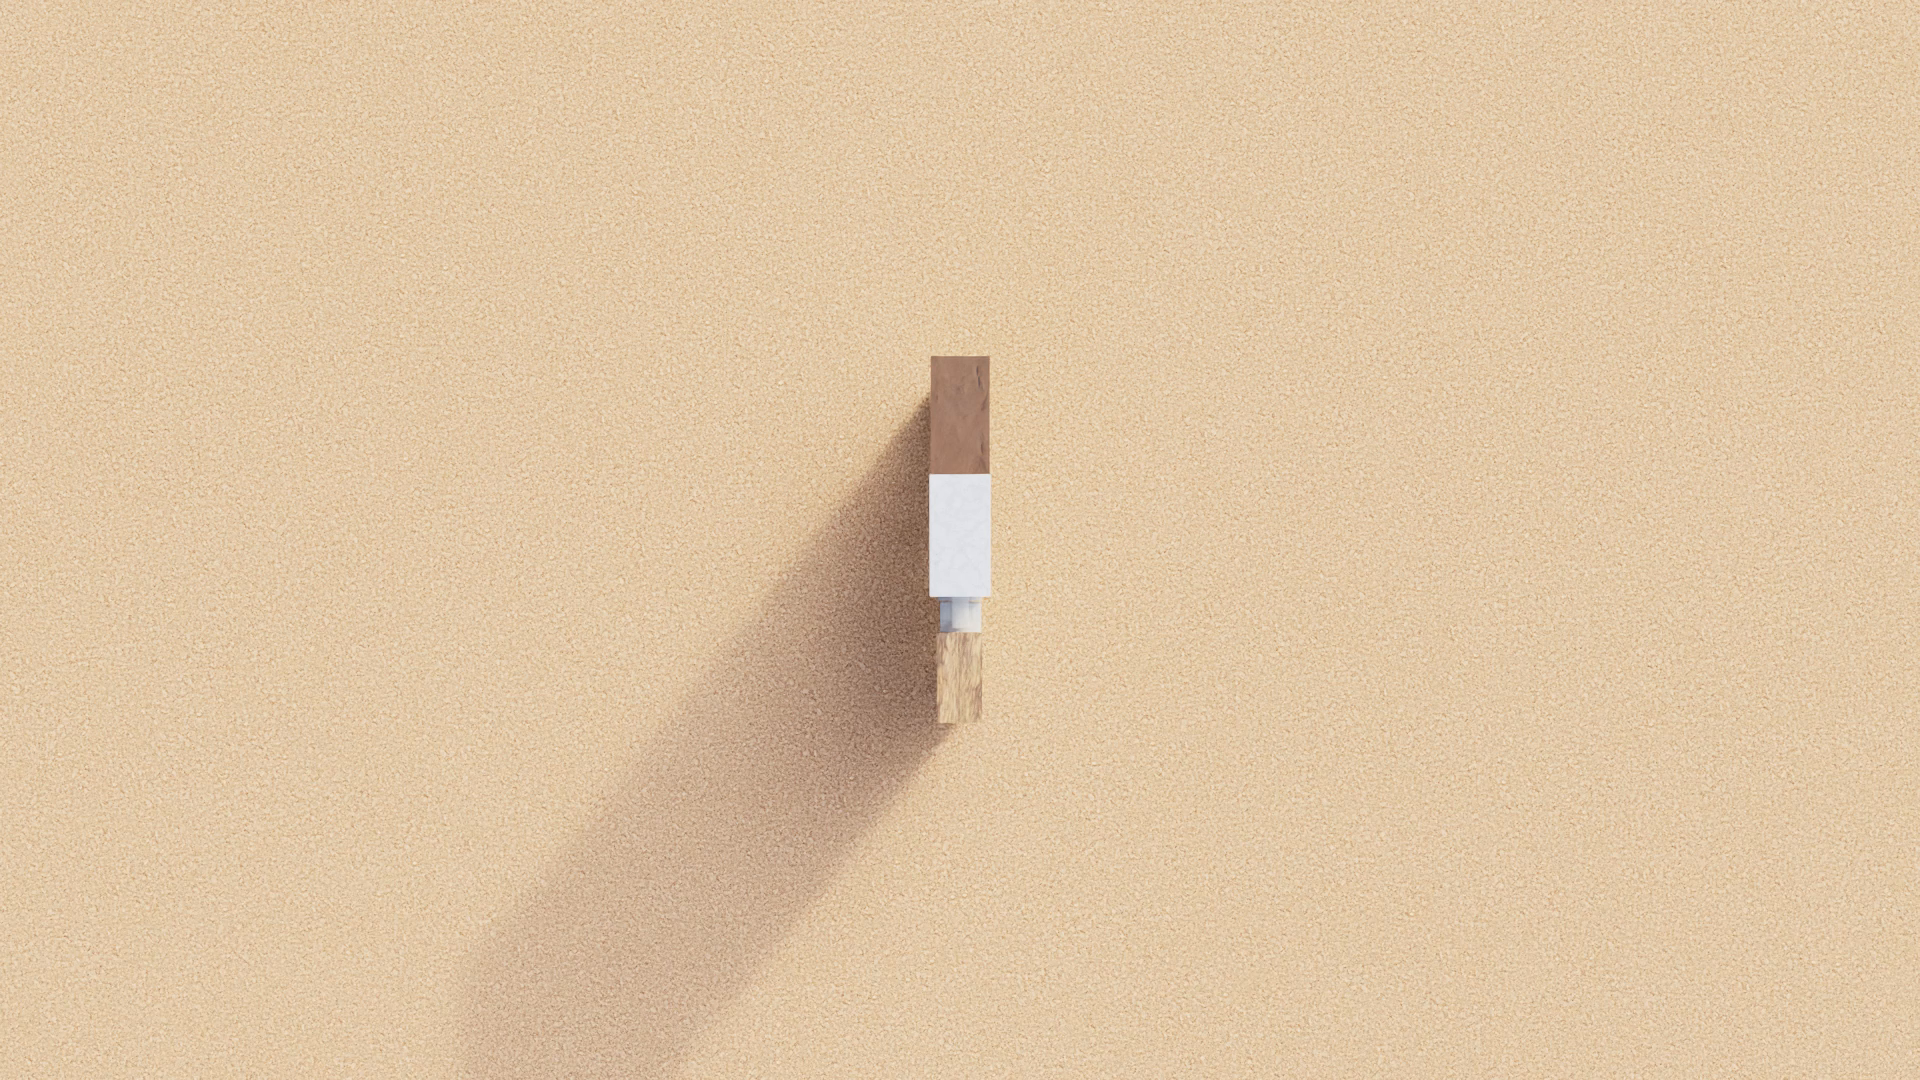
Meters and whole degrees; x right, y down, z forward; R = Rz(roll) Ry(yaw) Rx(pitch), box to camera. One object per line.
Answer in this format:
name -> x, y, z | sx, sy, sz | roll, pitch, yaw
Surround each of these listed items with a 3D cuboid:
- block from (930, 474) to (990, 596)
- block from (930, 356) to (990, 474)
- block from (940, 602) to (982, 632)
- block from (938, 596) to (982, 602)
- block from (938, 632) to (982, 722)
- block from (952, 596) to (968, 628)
block -> 0.000, -0.013, 4.809 | 0.177, 0.050, 0.355 | 0, 90, 0
block -> 0.001, -0.369, 4.894 | 0.174, 0.049, 0.348 | 0, 90, 0
block -> 0.002, 0.325, 5.225 | 0.128, 0.036, 0.257 | 0, 90, 0
block -> 0.000, 0.056, 5.208 | 0.136, 0.039, 0.273 | 0, 90, 0
block -> -0.001, 0.409, 4.920 | 0.134, 0.038, 0.268 | 0, 90, 0
block -> 0.001, 0.220, 5.081 | 0.050, 0.014, 0.101 | 0, 90, 0
